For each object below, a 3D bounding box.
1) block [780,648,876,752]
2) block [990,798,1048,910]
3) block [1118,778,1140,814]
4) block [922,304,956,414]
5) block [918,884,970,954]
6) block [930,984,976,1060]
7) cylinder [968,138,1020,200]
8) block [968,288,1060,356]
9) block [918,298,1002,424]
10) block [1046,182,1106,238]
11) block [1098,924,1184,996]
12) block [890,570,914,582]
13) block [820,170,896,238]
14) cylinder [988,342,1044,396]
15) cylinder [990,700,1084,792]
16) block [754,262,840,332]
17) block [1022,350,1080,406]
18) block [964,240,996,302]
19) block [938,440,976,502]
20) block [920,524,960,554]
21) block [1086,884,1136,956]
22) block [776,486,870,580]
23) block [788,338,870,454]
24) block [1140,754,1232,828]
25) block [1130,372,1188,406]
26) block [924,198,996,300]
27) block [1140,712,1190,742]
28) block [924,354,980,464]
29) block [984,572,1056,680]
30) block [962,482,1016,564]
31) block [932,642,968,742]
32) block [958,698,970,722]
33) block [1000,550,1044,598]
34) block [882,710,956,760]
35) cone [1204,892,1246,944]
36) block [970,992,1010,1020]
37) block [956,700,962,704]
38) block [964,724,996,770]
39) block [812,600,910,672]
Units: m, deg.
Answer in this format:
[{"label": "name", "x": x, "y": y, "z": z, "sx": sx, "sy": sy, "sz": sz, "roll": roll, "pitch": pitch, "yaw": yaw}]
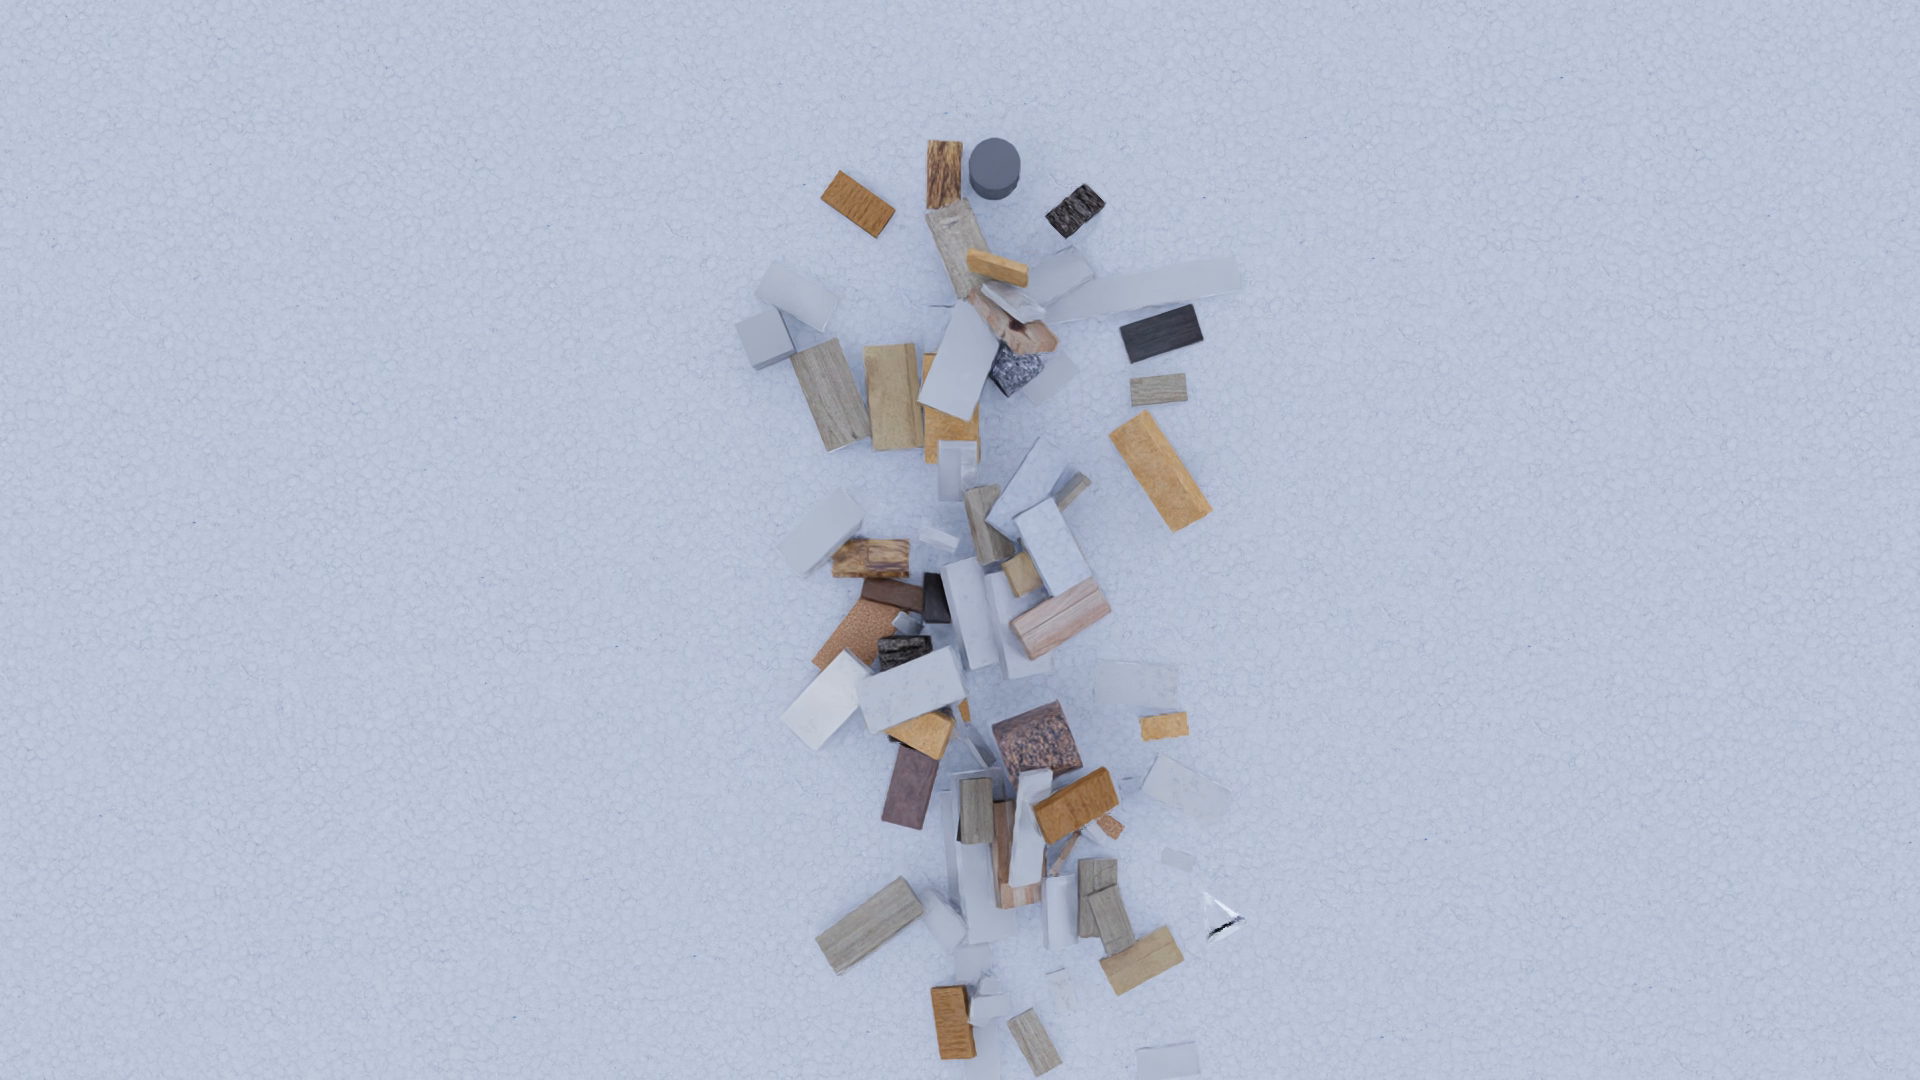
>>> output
[{"label": "block", "x": -0.427, "y": 0.525, "z": 5.442, "sx": 0.162, "sy": 0.046, "sz": 0.325, "roll": 43, "pitch": 102, "yaw": -1}, {"label": "block", "x": 0.193, "y": 1.027, "z": 5.439, "sx": 0.174, "sy": 0.049, "sz": 0.347, "roll": -5, "pitch": 90, "yaw": -26}, {"label": "block", "x": 0.565, "y": 0.849, "z": 5.492, "sx": 0.056, "sy": 0.016, "sz": 0.112, "roll": -10, "pitch": 90, "yaw": 0}, {"label": "block", "x": -0.029, "y": -0.588, "z": 5.425, "sx": 0.178, "sy": 0.050, "sz": 0.355, "roll": 4, "pitch": 104, "yaw": 5}, {"label": "block", "x": -0.064, "y": 1.246, "z": 5.427, "sx": 0.205, "sy": 0.029, "sz": 0.103, "roll": 45, "pitch": 110, "yaw": 26}, {"label": "block", "x": -0.022, "y": 1.596, "z": 5.459, "sx": 0.117, "sy": 0.033, "sz": 0.234, "roll": -9, "pitch": 88, "yaw": 23}, {"label": "cylinder", "x": 0.113, "y": -1.216, "z": 5.416, "sx": 0.168, "sy": 0.168, "sz": 0.168, "roll": 0, "pitch": 90, "yaw": 0}, {"label": "block", "x": 0.168, "y": -0.703, "z": 5.248, "sx": 0.152, "sy": 0.043, "sz": 0.304, "roll": -11, "pitch": 48, "yaw": -34}, {"label": "block", "x": 0.013, "y": -0.575, "z": 5.311, "sx": 0.178, "sy": 0.050, "sz": 0.355, "roll": 22, "pitch": 88, "yaw": 4}, {"label": "block", "x": 0.382, "y": -1.087, "z": 5.438, "sx": 0.100, "sy": 0.028, "sz": 0.201, "roll": 46, "pitch": 62, "yaw": 2}, {"label": "block", "x": 0.604, "y": 1.397, "z": 5.482, "sx": 0.255, "sy": 0.036, "sz": 0.127, "roll": -28, "pitch": 90, "yaw": 0}, {"label": "block", "x": -0.212, "y": 0.129, "z": 5.492, "sx": 0.111, "sy": 0.016, "sz": 0.055, "roll": -41, "pitch": 90, "yaw": 0}, {"label": "block", "x": -0.338, "y": -1.116, "z": 5.484, "sx": 0.226, "sy": 0.032, "sz": 0.113, "roll": 35, "pitch": 90, "yaw": 0}, {"label": "cylinder", "x": 0.171, "y": -0.577, "z": 5.423, "sx": 0.155, "sy": 0.155, "sz": 0.155, "roll": -38, "pitch": 90, "yaw": 0}, {"label": "cylinder", "x": 0.251, "y": 0.672, "z": 5.383, "sx": 0.235, "sy": 0.235, "sz": 0.235, "roll": -20, "pitch": 90, "yaw": 0}, {"label": "block", "x": -0.541, "y": -0.810, "z": 5.482, "sx": 0.254, "sy": 0.036, "sz": 0.127, "roll": 28, "pitch": 90, "yaw": 0}, {"label": "block", "x": 0.300, "y": -0.536, "z": 5.487, "sx": 0.185, "sy": 0.026, "sz": 0.092, "roll": -40, "pitch": 90, "yaw": 0}, {"label": "block", "x": 0.079, "y": -0.816, "z": 5.433, "sx": 0.152, "sy": 0.043, "sz": 0.304, "roll": -20, "pitch": 95, "yaw": 1}, {"label": "block", "x": -0.009, "y": -0.223, "z": 5.398, "sx": 0.123, "sy": 0.247, "sz": 0.035, "roll": 1, "pitch": 47, "yaw": 0}, {"label": "block", "x": -0.068, "y": -0.004, "z": 5.376, "sx": 0.123, "sy": 0.247, "sz": 0.035, "roll": 23, "pitch": 86, "yaw": 0}, {"label": "block", "x": 0.499, "y": 1.251, "z": 5.444, "sx": 0.104, "sy": 0.030, "sz": 0.209, "roll": -20, "pitch": 95, "yaw": -13}, {"label": "block", "x": -0.453, "y": -0.024, "z": 5.450, "sx": 0.294, "sy": 0.042, "sz": 0.147, "roll": -44, "pitch": 65, "yaw": 0}, {"label": "block", "x": -0.423, "y": -0.480, "z": 5.476, "sx": 0.171, "sy": 0.049, "sz": 0.343, "roll": -22, "pitch": 90, "yaw": 0}, {"label": "block", "x": 0.750, "y": 0.832, "z": 5.481, "sx": 0.272, "sy": 0.039, "sz": 0.136, "roll": 27, "pitch": 91, "yaw": 0}, {"label": "block", "x": 0.660, "y": -0.499, "z": 5.487, "sx": 0.184, "sy": 0.026, "sz": 0.092, "roll": -6, "pitch": 90, "yaw": 0}, {"label": "block", "x": 0.011, "y": -0.945, "z": 5.376, "sx": 0.152, "sy": 0.043, "sz": 0.304, "roll": -22, "pitch": 85, "yaw": 1}, {"label": "block", "x": 0.680, "y": 0.620, "z": 5.489, "sx": 0.155, "sy": 0.022, "sz": 0.077, "roll": -8, "pitch": 90, "yaw": 0}, {"label": "block", "x": -0.026, "y": -0.432, "z": 5.409, "sx": 0.178, "sy": 0.050, "sz": 0.356, "roll": 1, "pitch": 103, "yaw": 6}, {"label": "block", "x": 0.197, "y": 0.272, "z": 5.439, "sx": 0.176, "sy": 0.050, "sz": 0.352, "roll": -10, "pitch": 90, "yaw": -26}, {"label": "block", "x": 0.095, "y": -0.053, "z": 5.423, "sx": 0.123, "sy": 0.035, "sz": 0.247, "roll": -15, "pitch": 93, "yaw": -27}, {"label": "block", "x": -0.106, "y": 0.516, "z": 5.442, "sx": 0.162, "sy": 0.046, "sz": 0.325, "roll": -20, "pitch": 90, "yaw": 27}, {"label": "block", "x": -0.011, "y": 0.538, "z": 5.490, "sx": 0.071, "sy": 0.020, "sz": 0.142, "roll": -9, "pitch": 90, "yaw": 0}, {"label": "block", "x": 0.267, "y": 0.077, "z": 5.431, "sx": 0.251, "sy": 0.036, "sz": 0.126, "roll": -27, "pitch": 98, "yaw": -21}, {"label": "block", "x": -0.161, "y": 0.590, "z": 5.377, "sx": 0.279, "sy": 0.040, "sz": 0.140, "roll": 26, "pitch": 109, "yaw": 19}, {"label": "cone", "x": 0.844, "y": 1.230, "z": 5.466, "sx": 0.152, "sy": 0.152, "sz": 0.152, "roll": -29, "pitch": 63, "yaw": 0}, {"label": "block", "x": 0.100, "y": 1.533, "z": 5.428, "sx": 0.138, "sy": 0.020, "sz": 0.069, "roll": 2, "pitch": 92, "yaw": -30}, {"label": "block", "x": -0.052, "y": 0.494, "z": 5.469, "sx": 0.142, "sy": 0.020, "sz": 0.071, "roll": 43, "pitch": 98, "yaw": 6}, {"label": "block", "x": 0.062, "y": 0.686, "z": 5.464, "sx": 0.020, "sy": 0.071, "sz": 0.142, "roll": -33, "pitch": 90, "yaw": 29}, {"label": "block", "x": -0.330, "y": 0.324, "z": 5.477, "sx": 0.162, "sy": 0.046, "sz": 0.325, "roll": 38, "pitch": 90, "yaw": 0}]
